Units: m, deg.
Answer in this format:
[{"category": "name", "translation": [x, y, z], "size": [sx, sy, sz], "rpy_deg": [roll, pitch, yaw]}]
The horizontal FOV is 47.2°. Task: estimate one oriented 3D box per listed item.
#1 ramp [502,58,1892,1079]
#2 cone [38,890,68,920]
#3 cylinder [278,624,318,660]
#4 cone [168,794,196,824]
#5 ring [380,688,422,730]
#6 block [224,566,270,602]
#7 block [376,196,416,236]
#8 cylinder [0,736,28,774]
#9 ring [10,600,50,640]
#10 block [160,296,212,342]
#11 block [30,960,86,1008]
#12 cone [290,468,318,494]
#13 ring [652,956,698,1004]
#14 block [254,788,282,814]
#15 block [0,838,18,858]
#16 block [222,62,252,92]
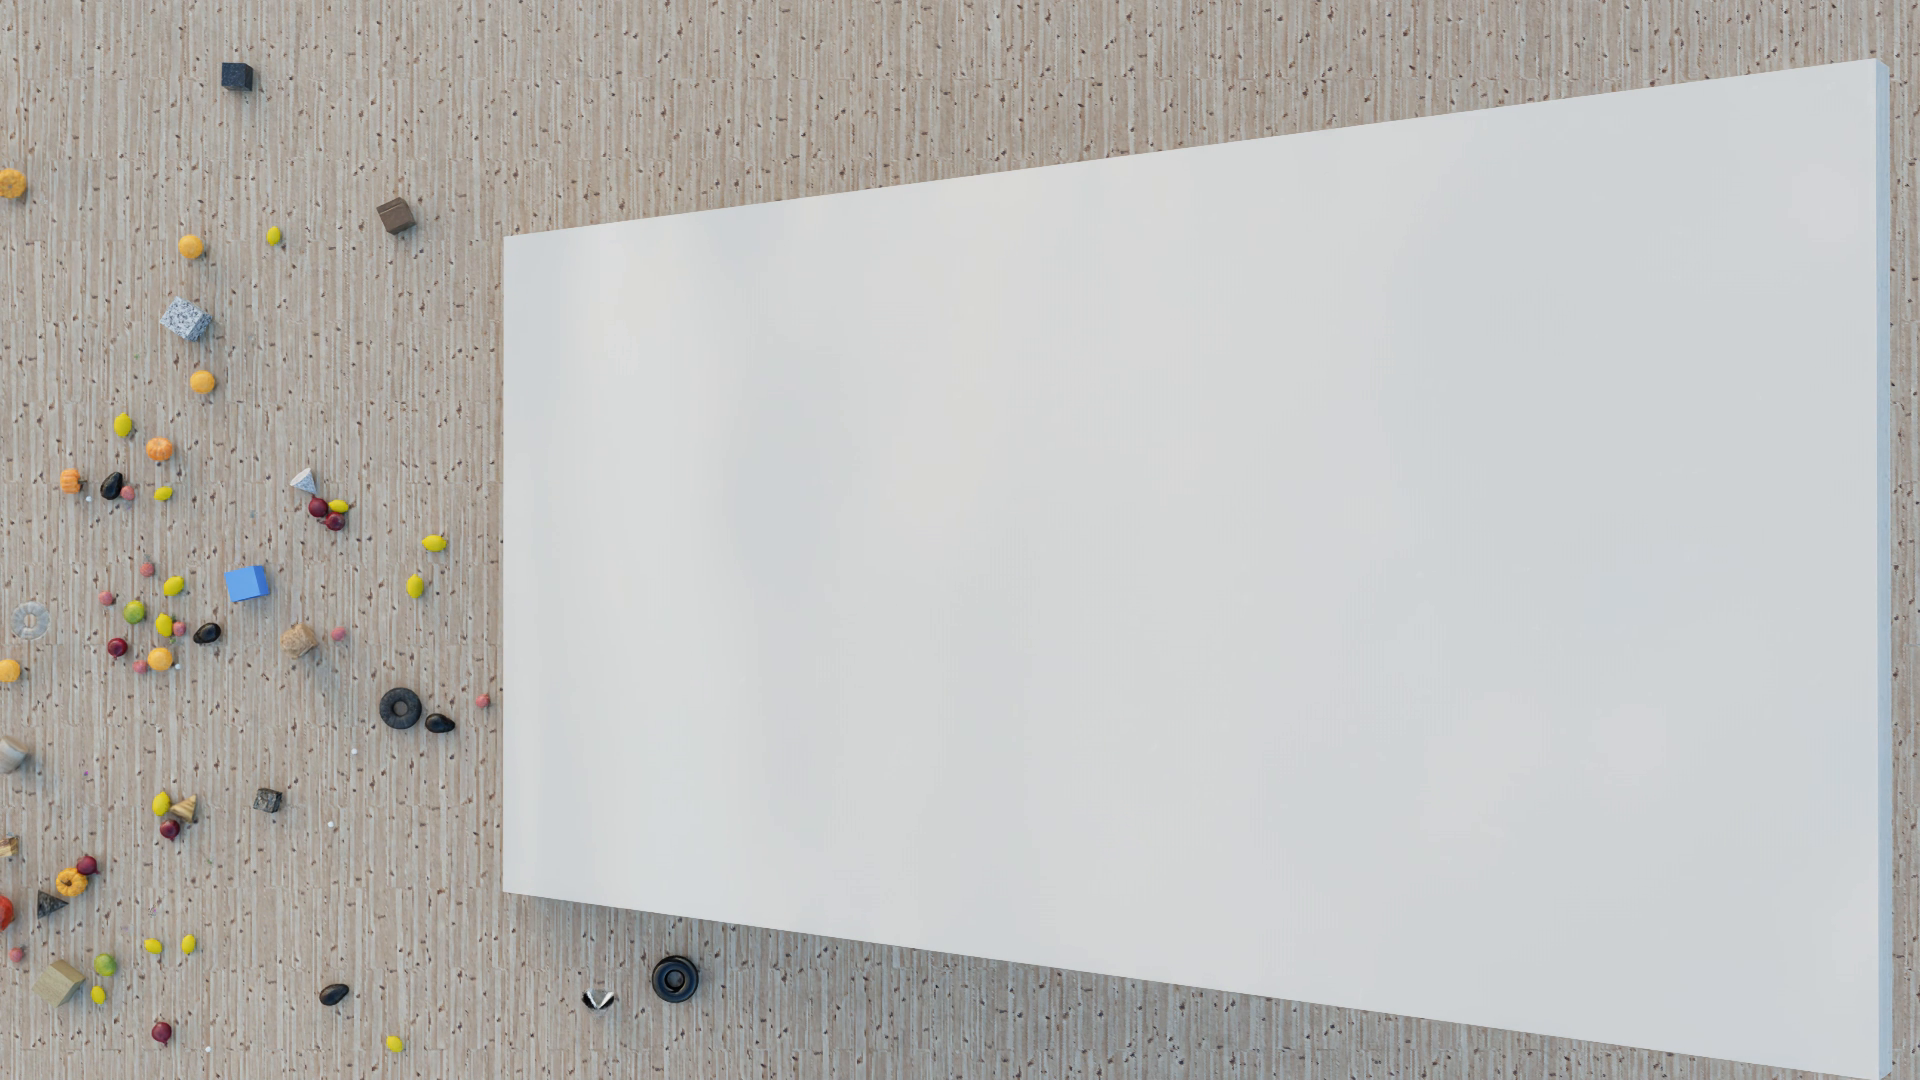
[{"category": "ramp", "translation": [0.230, 0.065, 5.548], "size": [4.000, 0.100, 2.000], "rpy_deg": [0, 89, 37]}, {"category": "cone", "translation": [-2.788, 1.121, 6.768], "size": [0.090, 0.090, 0.090], "rpy_deg": [2, 90, -27]}, {"category": "cylinder", "translation": [-2.032, 0.311, 6.753], "size": [0.082, 0.082, 0.082], "rpy_deg": [-32, 90, 0]}, {"category": "cone", "translation": [-2.376, 0.815, 6.772], "size": [0.085, 0.085, 0.085], "rpy_deg": [31, 62, 0]}, {"category": "ring", "translation": [-1.723, 0.519, 6.771], "size": [0.131, 0.044, 0.131], "rpy_deg": [0, 91, 0]}, {"category": "block", "translation": [-2.189, 0.134, 6.750], "size": [0.091, 0.091, 0.091], "rpy_deg": [-14, 90, 0]}, {"category": "block", "translation": [-1.733, -0.996, 6.763], "size": [0.080, 0.080, 0.080], "rpy_deg": [-25, 90, 0]}, {"category": "cylinder", "translation": [-2.922, 0.661, 6.749], "size": [0.085, 0.085, 0.085], "rpy_deg": [38, 90, 0]}, {"category": "ring", "translation": [-2.864, 0.248, 6.774], "size": [0.123, 0.041, 0.123], "rpy_deg": [0, 89, 1]}, {"category": "block", "translation": [-2.376, -0.678, 6.753], "size": [0.096, 0.096, 0.096], "rpy_deg": [34, 90, 0]}, {"category": "block", "translation": [-2.762, 1.359, 6.739], "size": [0.095, 0.095, 0.095], "rpy_deg": [37, 90, 0]}, {"category": "cone", "translation": [-2.008, -0.167, 6.780], "size": [0.078, 0.078, 0.078], "rpy_deg": [-41, 119, 0]}, {"category": "ring", "translation": [-0.876, 1.351, 6.763], "size": [0.146, 0.049, 0.146], "rpy_deg": [0, 88, 0]}, {"category": "block", "translation": [-2.128, 0.801, 6.761], "size": [0.060, 0.060, 0.060], "rpy_deg": [15, 90, 0]}, {"category": "block", "translation": [-2.936, 0.946, 6.764], "size": [0.051, 0.051, 0.051], "rpy_deg": [-10, 90, 0]}, {"category": "block", "translation": [-2.225, -1.425, 6.770], "size": [0.072, 0.072, 0.072], "rpy_deg": [2, 90, 0]}]
